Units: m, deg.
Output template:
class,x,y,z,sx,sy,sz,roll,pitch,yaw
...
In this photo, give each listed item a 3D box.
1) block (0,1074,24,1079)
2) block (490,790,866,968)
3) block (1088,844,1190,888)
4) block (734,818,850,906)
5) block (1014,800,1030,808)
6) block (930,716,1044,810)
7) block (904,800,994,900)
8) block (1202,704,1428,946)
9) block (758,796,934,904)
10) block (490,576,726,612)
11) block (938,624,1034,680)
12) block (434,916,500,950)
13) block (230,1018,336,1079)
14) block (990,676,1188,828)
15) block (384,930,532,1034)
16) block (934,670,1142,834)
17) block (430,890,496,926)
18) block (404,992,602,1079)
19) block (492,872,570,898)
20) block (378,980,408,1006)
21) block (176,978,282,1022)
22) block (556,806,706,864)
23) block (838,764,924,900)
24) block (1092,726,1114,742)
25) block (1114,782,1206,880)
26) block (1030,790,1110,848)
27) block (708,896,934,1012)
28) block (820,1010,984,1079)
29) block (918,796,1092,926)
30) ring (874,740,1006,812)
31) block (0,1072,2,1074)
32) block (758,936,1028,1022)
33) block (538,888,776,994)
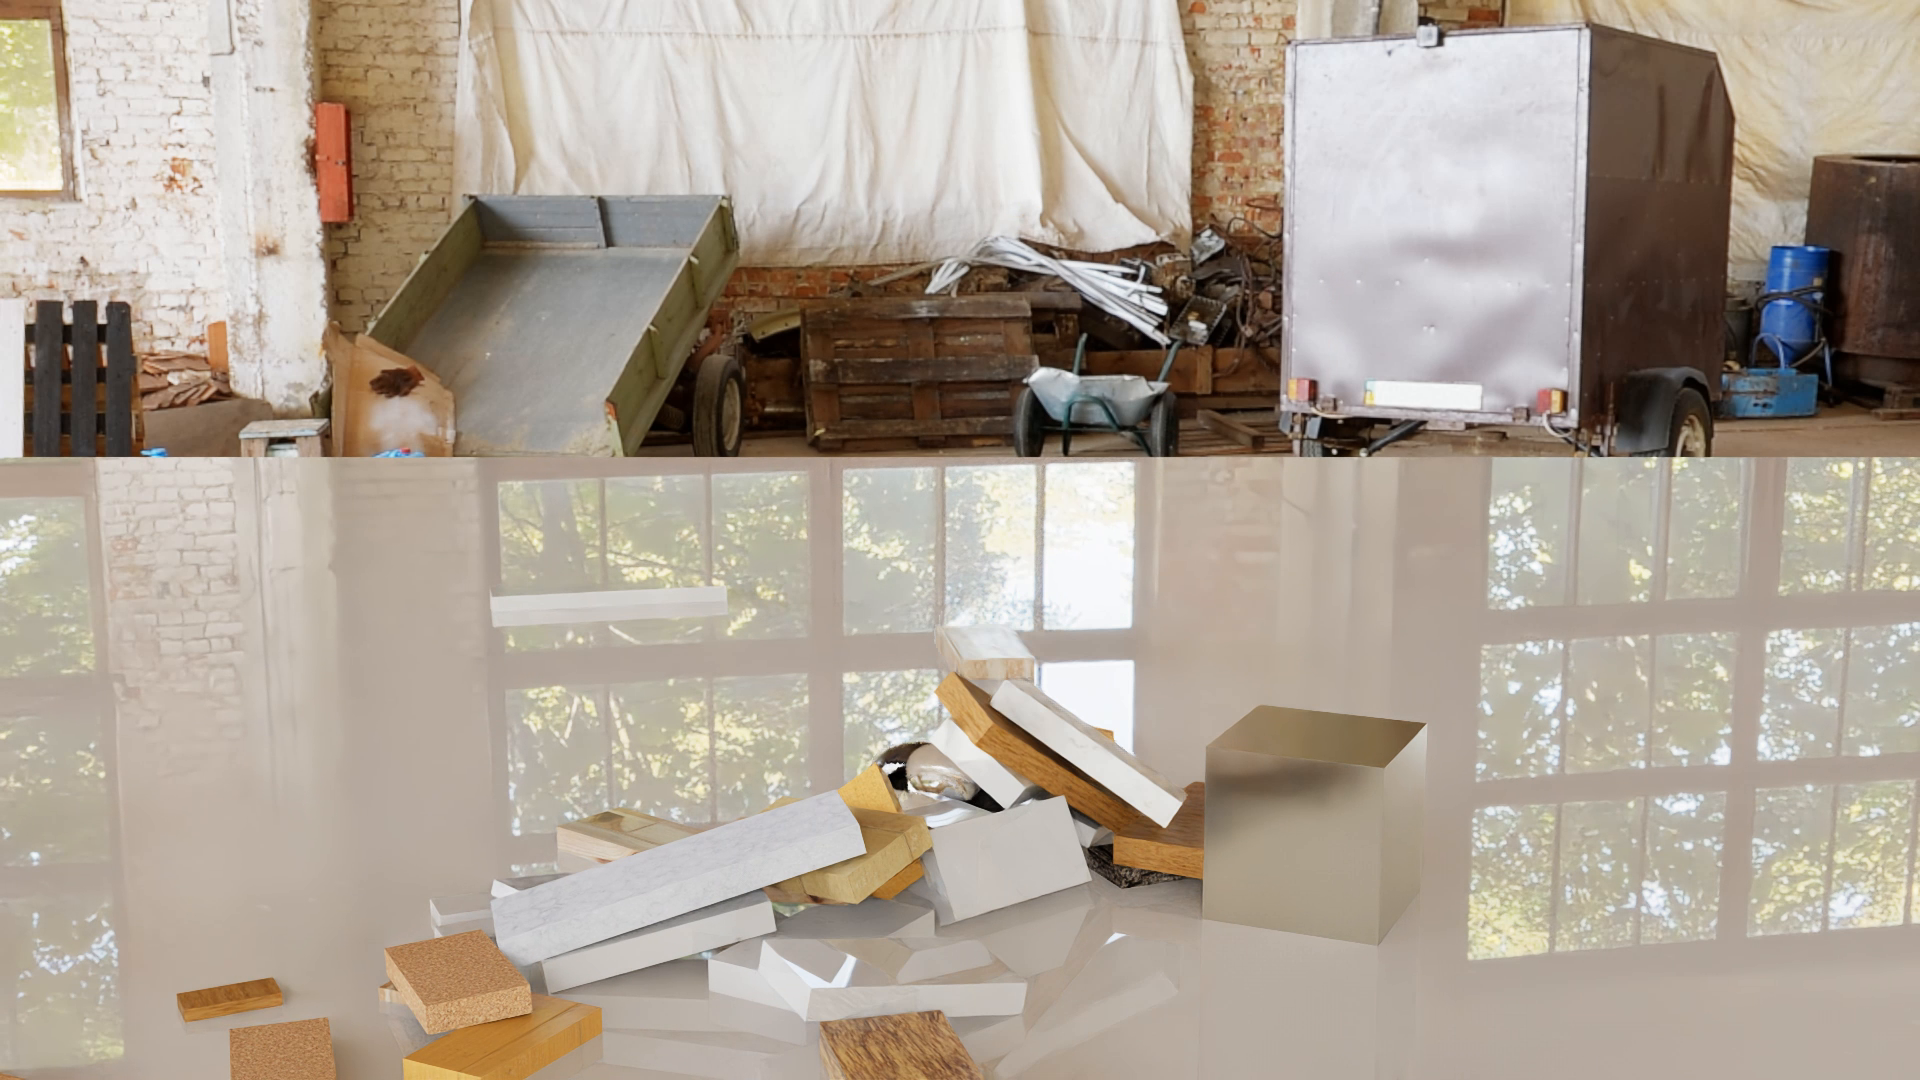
class,x,y,z,sx,sy,sz,roll,pitch,yaw
block,-1.234,0.740,2.692,0.145,0.041,0.291,11,13,11
block,-0.432,0.515,3.361,0.559,0.049,0.174,-17,15,-11
block,0.360,0.549,3.794,0.250,0.035,0.125,-5,12,-24
block,-0.277,0.523,3.599,0.350,0.050,0.175,-5,23,37
block,0.131,0.477,4.165,0.141,0.040,0.283,0,11,2
block,0.066,0.373,3.786,0.174,0.049,0.347,41,7,11
block,-0.019,0.522,3.687,0.128,0.128,0.128,-8,13,-38
block,0.582,0.457,3.594,0.288,0.288,0.288,5,12,24
block,-0.225,0.488,3.488,0.347,0.049,0.174,1,26,46
block,-0.952,0.144,5.959,0.624,0.040,0.141,-3,11,-14
block,0.058,0.267,5.268,0.178,0.050,0.356,-2,11,-8
block,-0.727,0.618,3.452,0.175,0.025,0.087,-6,12,-28
block,-0.900,0.709,2.925,0.131,0.037,0.262,-4,11,-18
block,0.221,0.356,3.729,0.356,0.050,0.178,35,4,9
block,-0.725,0.632,3.165,0.145,0.041,0.291,-8,9,-24
block,0.142,0.374,3.779,0.416,0.049,0.172,35,8,-36
block,-0.763,0.596,3.570,0.175,0.025,0.087,-5,11,-24
block,-0.623,0.693,3.015,0.131,0.037,0.262,5,12,27
block,-0.666,0.571,3.570,0.087,0.025,0.175,16,5,32
block,-0.793,0.655,3.266,0.068,0.019,0.136,4,11,23
block,-1.061,0.668,3.197,0.136,0.019,0.068,-6,12,-28
block,-0.550,0.534,3.854,0.299,0.042,0.149,9,14,39
block,-0.146,0.493,3.649,0.125,0.035,0.250,-36,38,6
block,0.172,0.423,4.458,0.141,0.040,0.283,9,14,39
block,0.422,0.501,3.817,0.178,0.050,0.356,6,12,28
block,0.207,0.484,3.915,0.125,0.035,0.250,26,8,13
block,-0.206,0.624,3.353,0.175,0.050,0.350,6,12,31
block,-0.067,0.712,2.879,0.172,0.049,0.344,-3,11,-14
block,0.072,0.524,3.610,0.299,0.149,0.042,-9,-14,-40
ring,-0.039,0.449,3.842,0.265,0.265,0.088,3,48,15
block,-1.310,0.730,2.864,0.068,0.019,0.136,0,11,0
block,-0.096,0.627,3.154,0.344,0.049,0.172,5,11,-29
block,-0.473,0.592,3.366,0.350,0.050,0.175,-13,14,-16
